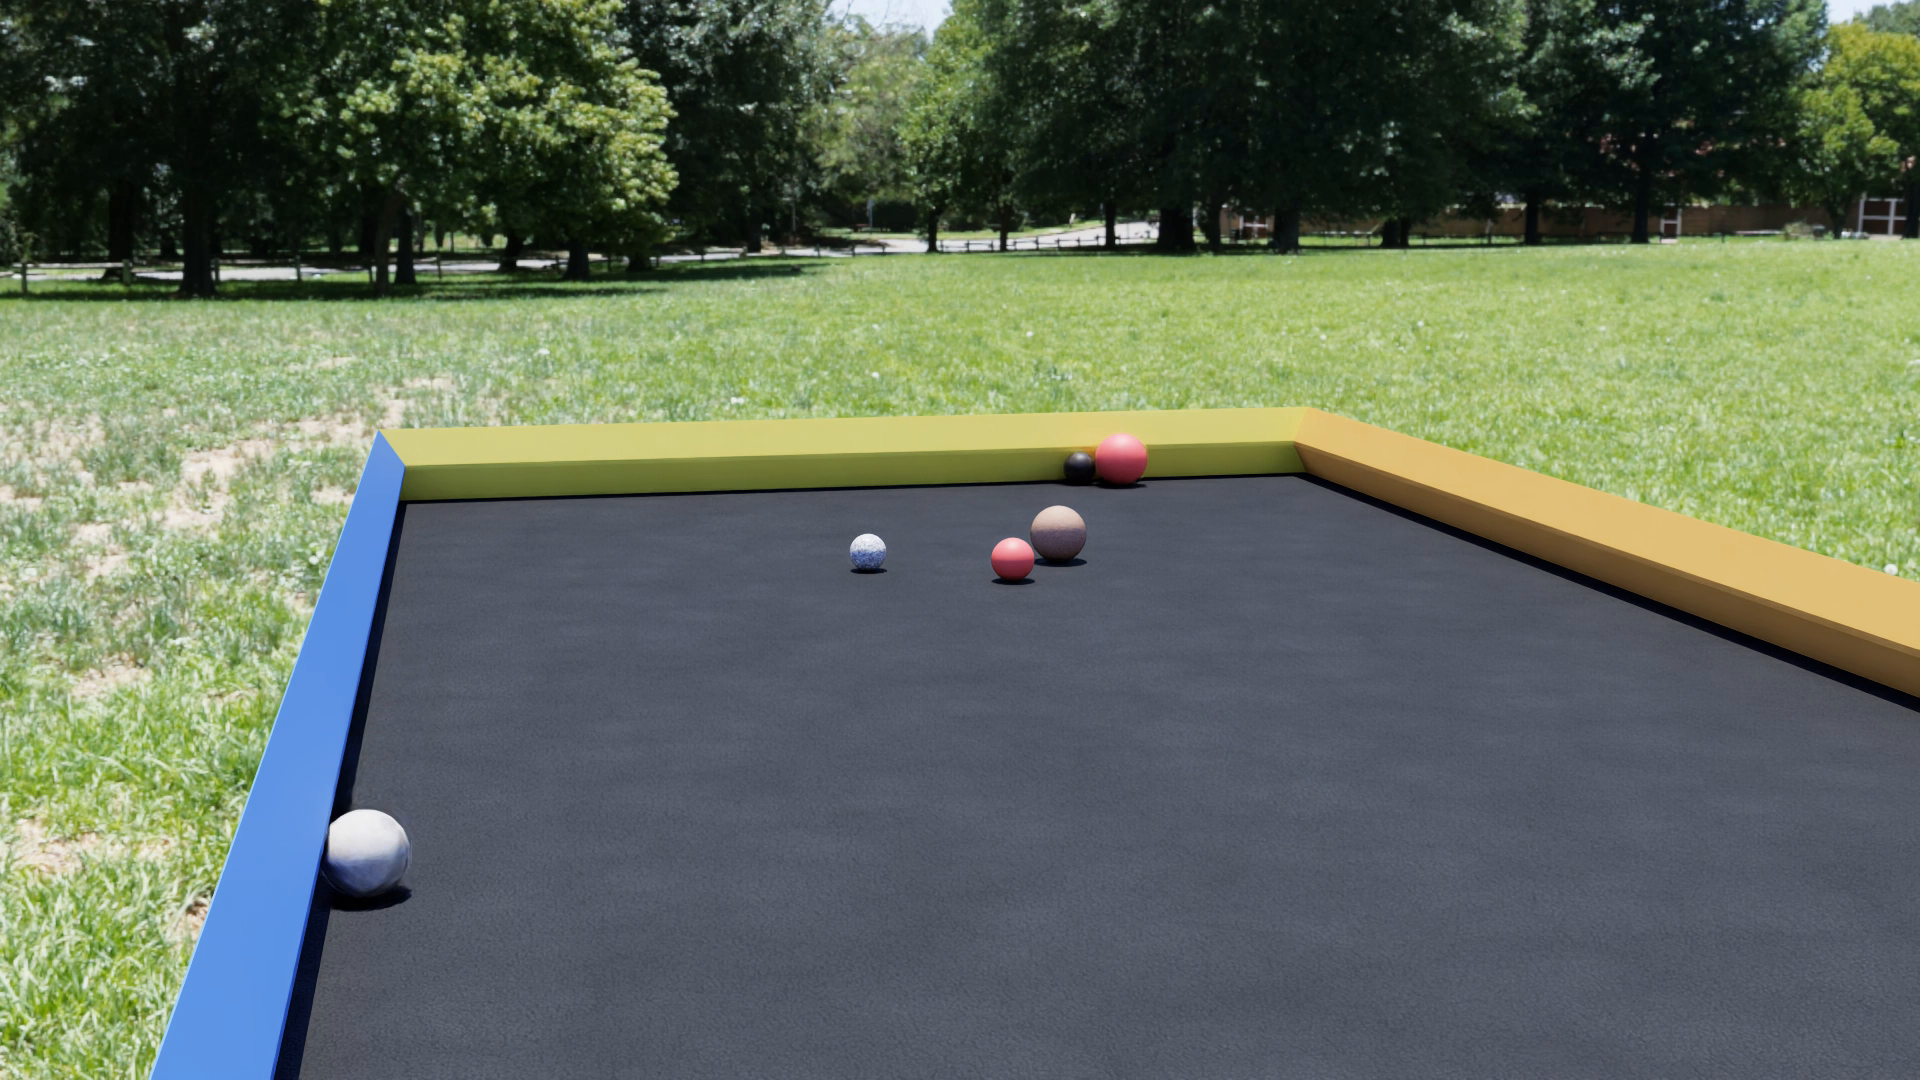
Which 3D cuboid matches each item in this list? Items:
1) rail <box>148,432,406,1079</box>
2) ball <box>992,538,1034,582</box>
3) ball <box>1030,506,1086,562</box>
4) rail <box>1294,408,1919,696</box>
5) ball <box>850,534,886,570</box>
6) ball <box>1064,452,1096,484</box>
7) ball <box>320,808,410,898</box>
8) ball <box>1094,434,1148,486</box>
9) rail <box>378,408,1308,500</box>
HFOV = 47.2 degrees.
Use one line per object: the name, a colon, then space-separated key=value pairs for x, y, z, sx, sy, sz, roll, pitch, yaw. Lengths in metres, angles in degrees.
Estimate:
rail: x=-0.639 y=0.136 z=2.260 sx=0.045 sy=0.124 sz=3.258 roll=-2 pitch=10 yaw=-12
ball: x=0.074 y=0.027 z=3.092 sx=0.061 sy=0.061 sz=0.061 roll=0 pitch=10 yaw=0
ball: x=0.145 y=-0.009 z=3.240 sx=0.083 sy=0.083 sz=0.083 roll=0 pitch=10 yaw=0
rail: x=0.987 y=0.076 z=2.611 sx=0.045 sy=0.124 sz=3.258 roll=-2 pitch=10 yaw=-12
ball: x=-0.133 y=0.018 z=3.172 sx=0.054 sy=0.054 sz=0.054 roll=0 pitch=10 yaw=0
ball: x=0.219 y=-0.132 z=4.033 sx=0.059 sy=0.059 sz=0.059 roll=0 pitch=10 yaw=0
ball: x=-0.476 y=0.250 z=1.755 sx=0.071 sy=0.071 sz=0.071 roll=0 pitch=10 yaw=0
ball: x=0.294 y=-0.147 z=4.015 sx=0.095 sy=0.095 sz=0.095 roll=0 pitch=10 yaw=0
rail: x=-0.169 y=-0.157 z=3.981 sx=1.712 sy=0.124 sz=0.045 roll=-2 pitch=10 yaw=-12
